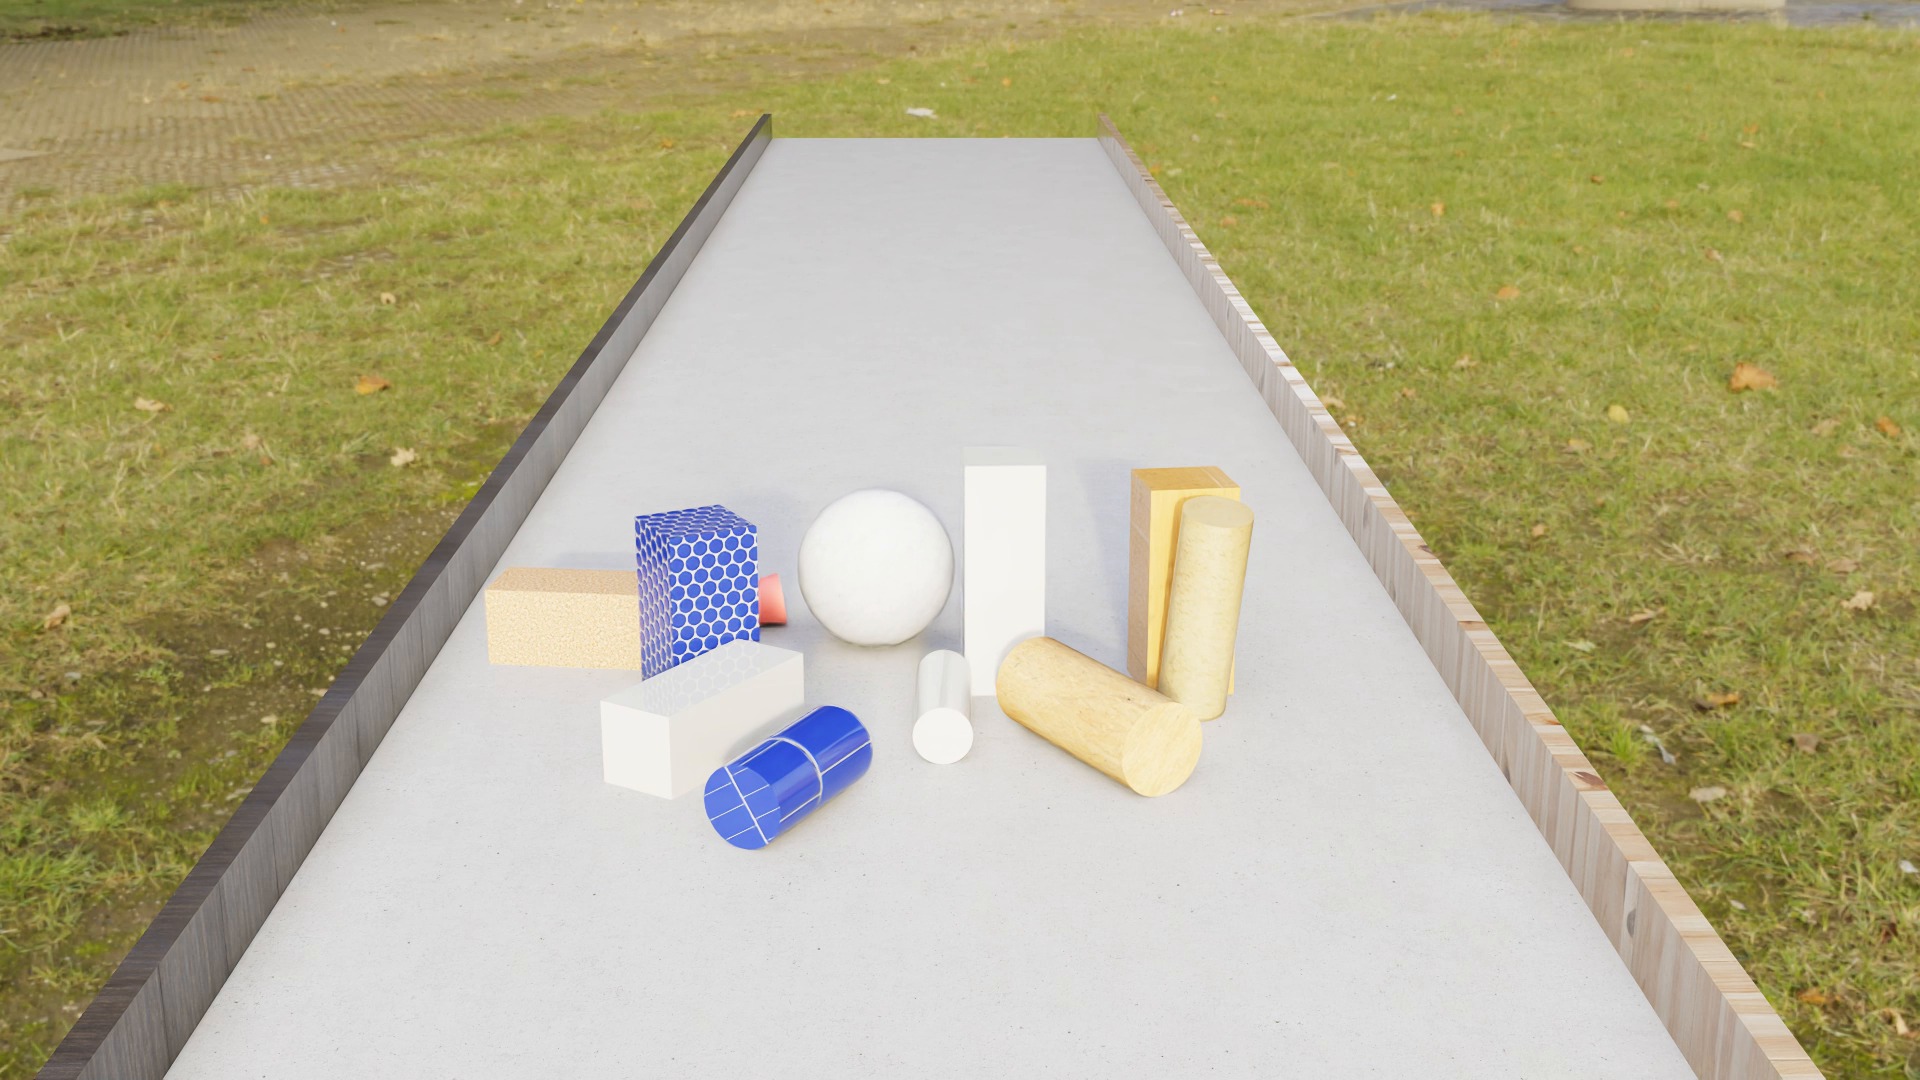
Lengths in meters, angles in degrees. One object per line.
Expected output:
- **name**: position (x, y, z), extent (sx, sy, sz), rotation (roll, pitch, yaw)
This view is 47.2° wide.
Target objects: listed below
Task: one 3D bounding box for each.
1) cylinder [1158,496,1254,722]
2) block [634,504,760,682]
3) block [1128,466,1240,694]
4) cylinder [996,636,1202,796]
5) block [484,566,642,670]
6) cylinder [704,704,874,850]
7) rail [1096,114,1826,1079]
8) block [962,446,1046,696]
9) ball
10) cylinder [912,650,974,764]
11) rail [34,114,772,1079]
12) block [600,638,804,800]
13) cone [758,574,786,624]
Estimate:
- **cylinder**: position (0.451, 0.129, 4.054), extent (0.130, 0.404, 0.130), rotation (4, 27, -2)
- **block**: position (-0.492, 0.138, 4.133), extent (0.172, 0.360, 0.172), rotation (-9, 19, -28)
- **block**: position (0.428, 0.079, 4.237), extent (0.170, 0.410, 0.170), rotation (-2, 16, -8)
- **cylinder**: position (0.241, 0.307, 3.898), extent (0.168, 0.168, 0.399), rotation (-10, 19, -30)
- **block**: position (-0.709, 0.159, 4.420), extent (0.447, 0.156, 0.156), rotation (2, 17, 6)
- **cylinder**: position (-0.281, 0.390, 3.659), extent (0.145, 0.145, 0.305), rotation (8, 18, 26)
- **rail**: position (0.932, -0.844, 7.801), extent (0.050, 0.150, 12.000), rotation (0, 17, -1)
- **block**: position (0.081, 0.059, 4.228), extent (0.151, 0.456, 0.151), rotation (-1, 17, -3)
- **ball**: position (-0.170, 0.056, 4.473), extent (0.322, 0.322, 0.322), rotation (0, 17, 0)
- **cylinder**: position (-0.030, 0.302, 4.024), extent (0.107, 0.107, 0.306), rotation (0, 17, 0)
- **rail**: position (-1.118, -0.838, 7.780), extent (0.050, 0.150, 12.000), rotation (0, 17, -1)
- **block**: position (-0.452, 0.313, 3.912), extent (0.150, 0.150, 0.384), rotation (10, 19, 31)
- **cone**: position (-0.562, 0.158, 4.603), extent (0.385, 0.106, 0.106), rotation (-11, 18, -8)
